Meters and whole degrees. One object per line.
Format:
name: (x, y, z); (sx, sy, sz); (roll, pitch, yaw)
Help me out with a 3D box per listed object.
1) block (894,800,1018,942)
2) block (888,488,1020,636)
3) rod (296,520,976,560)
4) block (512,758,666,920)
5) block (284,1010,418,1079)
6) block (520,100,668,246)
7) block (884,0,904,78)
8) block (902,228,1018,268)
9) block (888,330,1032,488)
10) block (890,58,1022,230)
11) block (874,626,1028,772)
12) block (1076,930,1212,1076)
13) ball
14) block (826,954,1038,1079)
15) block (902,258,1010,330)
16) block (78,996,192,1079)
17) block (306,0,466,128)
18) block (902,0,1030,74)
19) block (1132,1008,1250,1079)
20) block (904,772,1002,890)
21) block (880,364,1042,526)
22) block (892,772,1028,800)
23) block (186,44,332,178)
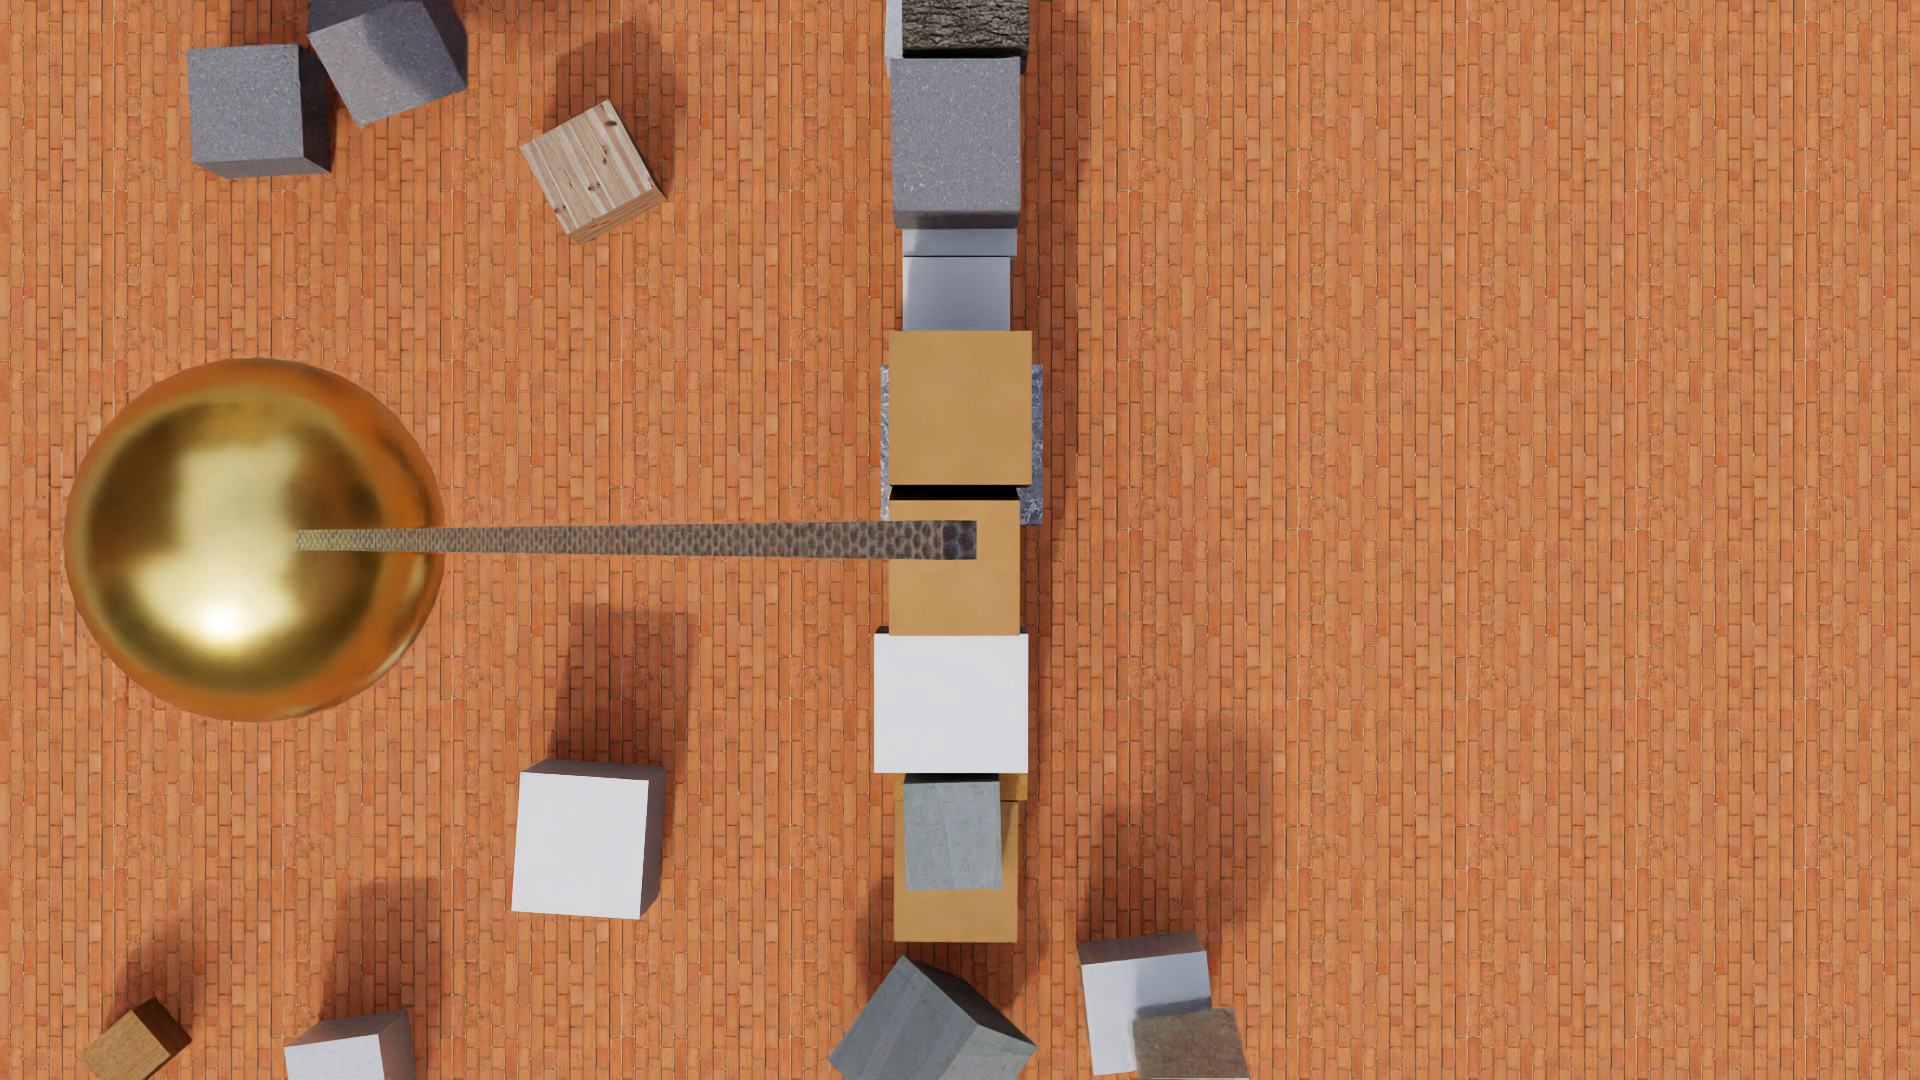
block: (-0.023, 1.843, 12.611); (0.687, 0.778, 0.781); (1, 90, 0)
block: (-0.031, 0.106, 11.720); (0.677, 0.702, 0.705); (0, 97, 0)
rod: (-1.326, 0.000, 6.690); (0.080, 5.200, 0.080); (0, 90, -31)
block: (-2.116, 1.703, 12.622); (0.714, 0.755, 0.774); (4, 90, 0)
block: (-3.488, 3.105, 12.672); (0.533, 0.657, 0.595); (-8, 90, 0)
block: (-2.115, -2.121, 12.745); (0.575, 0.511, 0.564); (-28, 90, 0)
block: (-0.138, -3.028, 12.721); (0.556, 0.558, 0.607); (2, 90, 0)
block: (-0.002, -1.922, 12.705); (0.647, 0.591, 0.636); (0, 90, 0)
block: (0.002, -0.681, 11.689); (0.737, 0.724, 0.793); (0, 90, 0)
block: (-0.022, -2.164, 12.069); (0.688, 0.680, 0.815); (-1, 90, 0)
block: (-0.046, 0.847, 11.851); (0.804, 0.734, 0.728); (0, 91, 0)
block: (1.065, 2.653, 12.664); (0.702, 0.672, 0.623); (-7, 90, 0)
ball: (-3.060, 0.000, 9.614); (1.600, 1.600, 1.600); (0, 90, 0)
block: (-0.154, 2.922, 12.520); (0.664, 0.702, 0.734); (36, 90, 37)
block: (-0.020, -1.282, 12.688); (0.604, 0.623, 0.619); (0, 90, 0)
block: (-4.799, 2.960, 12.813); (0.404, 0.373, 0.346); (-41, 90, 0)
block: (-3.251, -2.879, 12.530); (0.665, 0.657, 0.620); (-18, 131, 3)
block: (0.029, -2.971, 12.083); (0.678, 0.719, 0.677); (0, 90, 0)
block: (1.277, 3.003, 11.997); (0.561, 0.649, 0.542); (-8, 116, 0)
block: (-0.038, 1.571, 11.941); (0.512, 0.564, 0.566); (-1, 90, 0)
block: (0.010, -0.524, 12.525); (0.889, 0.949, 0.877); (0, 90, 0)
block: (0.001, 1.034, 12.612); (0.749, 0.776, 0.826); (0, 90, 0)
block: (-4.048, -2.474, 12.725); (0.632, 0.551, 0.644); (-3, 90, 0)
